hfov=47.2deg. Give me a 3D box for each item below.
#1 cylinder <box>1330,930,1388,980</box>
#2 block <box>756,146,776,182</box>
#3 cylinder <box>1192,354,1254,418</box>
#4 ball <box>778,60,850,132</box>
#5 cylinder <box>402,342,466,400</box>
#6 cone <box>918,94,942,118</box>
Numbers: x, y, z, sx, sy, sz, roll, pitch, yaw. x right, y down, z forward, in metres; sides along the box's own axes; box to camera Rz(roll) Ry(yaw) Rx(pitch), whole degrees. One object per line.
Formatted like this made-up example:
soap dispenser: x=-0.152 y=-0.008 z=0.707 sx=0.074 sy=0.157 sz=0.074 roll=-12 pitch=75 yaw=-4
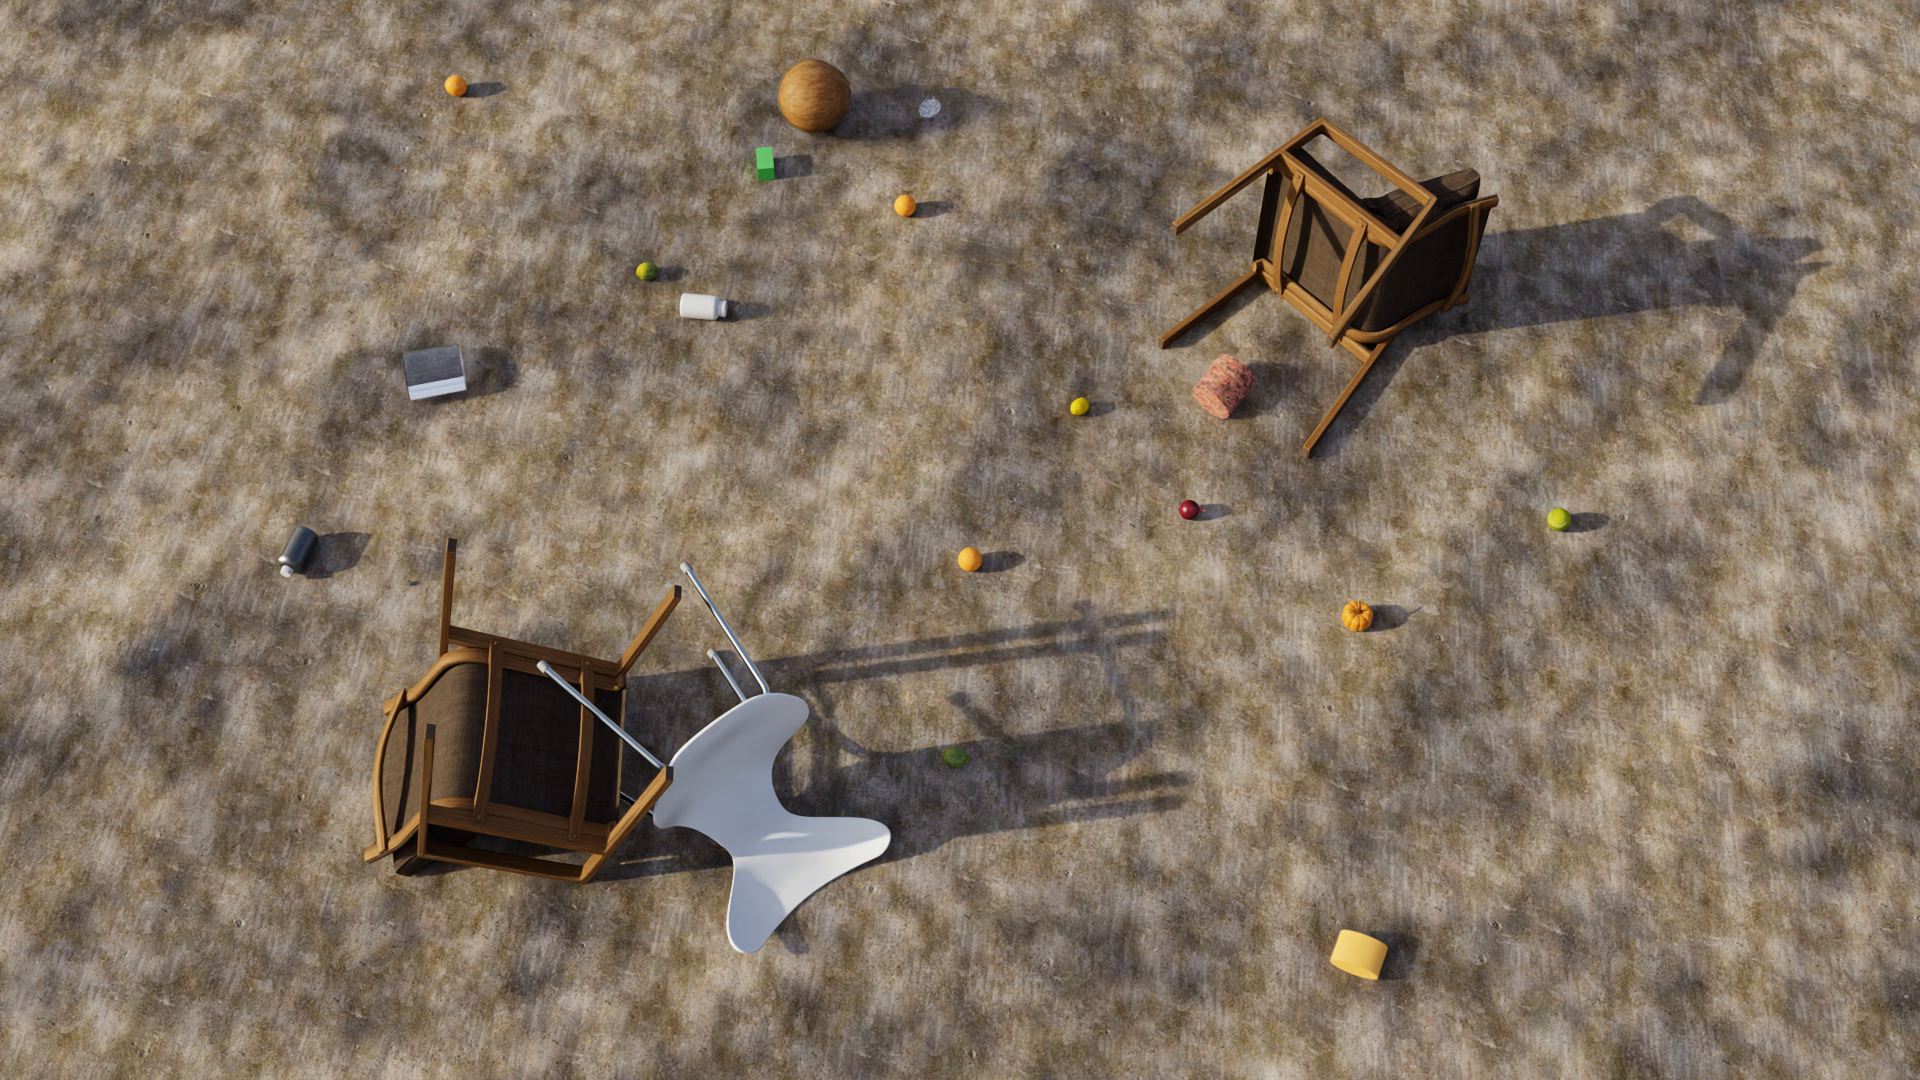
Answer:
cylinder: x=1.054 y=1.094 z=5.805 sx=0.130 sy=0.058 sz=0.092 roll=19 pitch=58 yaw=13
block: x=-0.654 y=-1.263 z=7.387 sx=0.055 sy=0.058 sz=0.097 roll=-5 pitch=56 yaw=-4
cylinder: x=0.820 y=-0.480 z=6.839 sx=0.138 sy=0.088 sz=0.163 roll=39 pitch=63 yaw=2
ball: x=-0.491 y=-1.499 z=7.434 sx=0.242 sy=0.242 sz=0.242 roll=0 pitch=56 yaw=0
cylinder: x=-1.645 y=-0.527 z=6.884 sx=0.176 sy=0.072 sz=0.192 roll=-11 pitch=55 yaw=-8
cone: x=-0.103 y=-1.506 z=7.544 sx=0.073 sy=0.067 sz=0.096 roll=22 pitch=59 yaw=14
